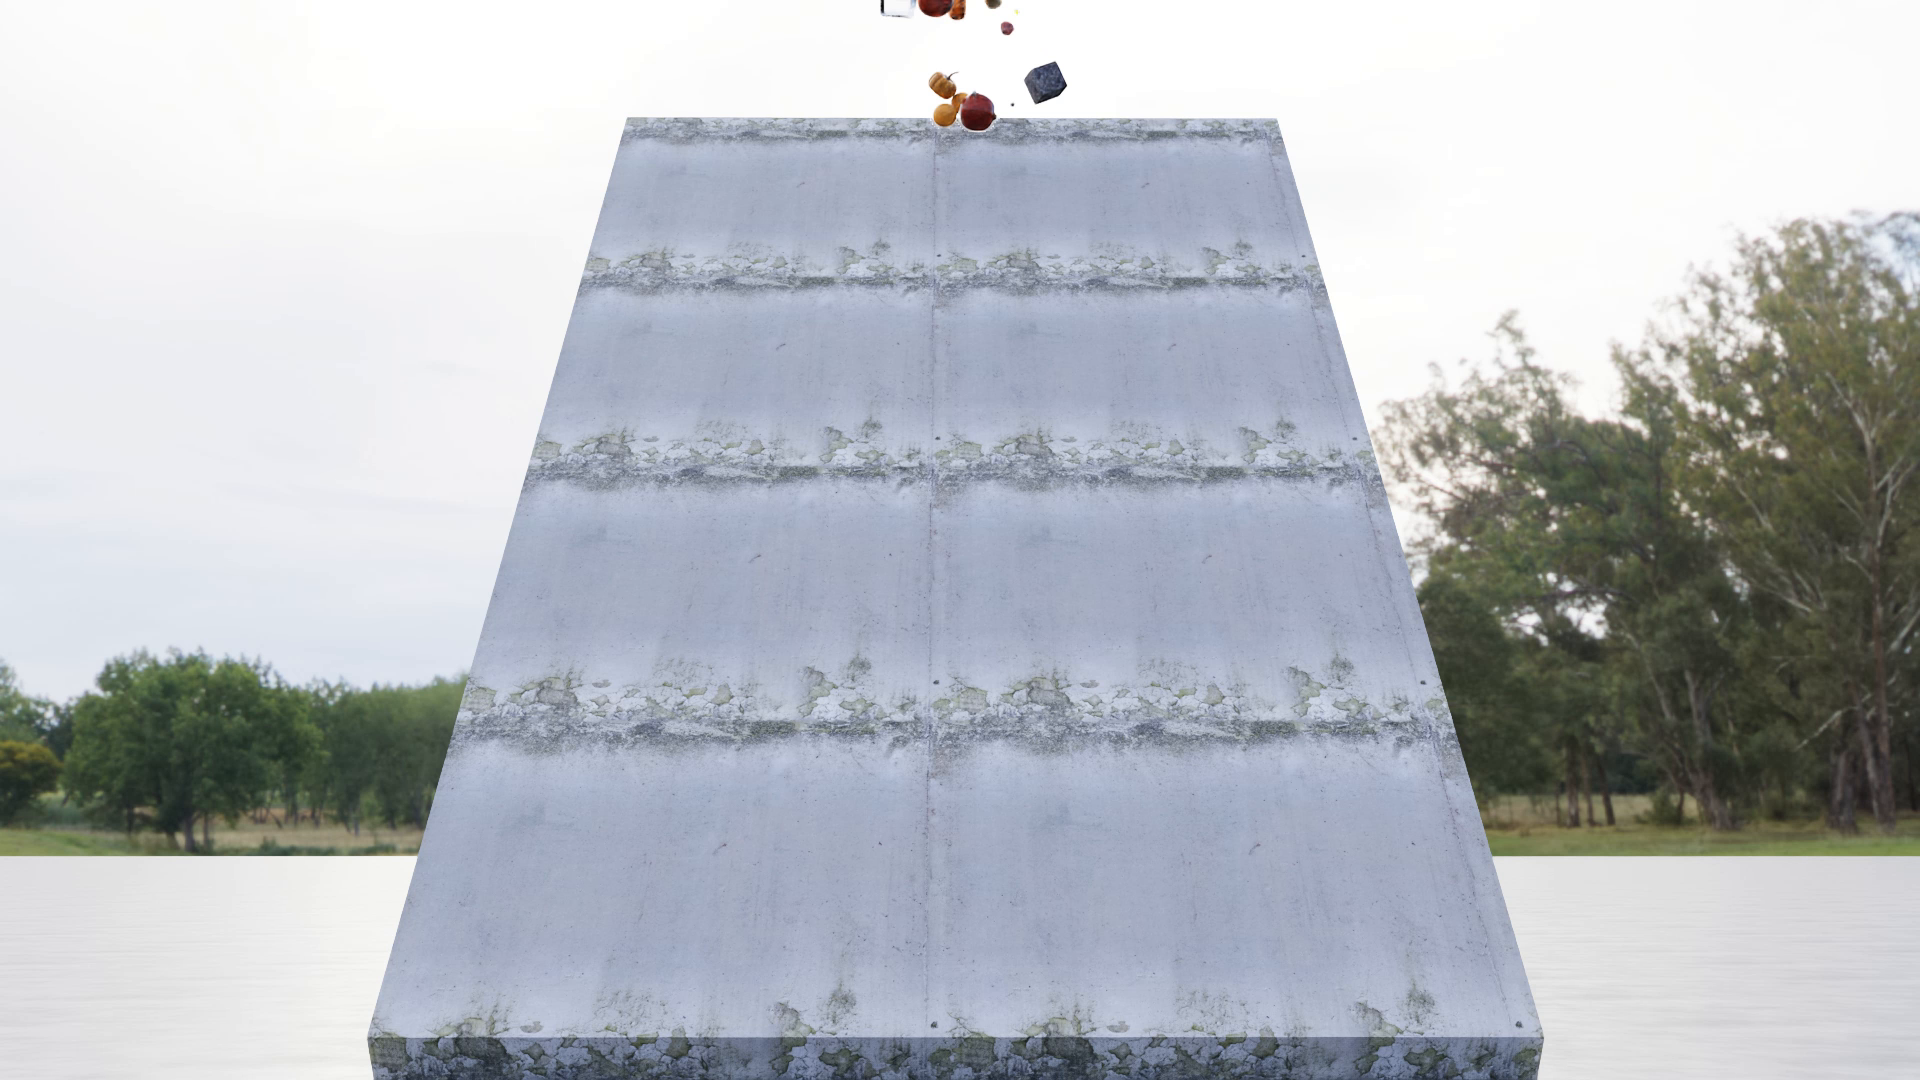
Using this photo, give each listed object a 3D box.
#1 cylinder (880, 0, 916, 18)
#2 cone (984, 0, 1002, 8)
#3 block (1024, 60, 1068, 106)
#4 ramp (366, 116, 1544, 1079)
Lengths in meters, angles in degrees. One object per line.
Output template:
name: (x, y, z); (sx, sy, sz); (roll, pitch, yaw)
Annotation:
cylinder: (-0.181, -1.559, 7.118); (0.085, 0.085, 0.085); (7, -5, 15)
cone: (0.116, -1.648, 7.501); (0.060, 0.060, 0.060); (5, 26, -34)
block: (0.245, -1.310, 7.025); (0.082, 0.082, 0.082); (-23, -5, -19)
ramp: (-0.015, -0.185, 5.877); (2.000, 0.100, 4.000); (0, 32, 0)
